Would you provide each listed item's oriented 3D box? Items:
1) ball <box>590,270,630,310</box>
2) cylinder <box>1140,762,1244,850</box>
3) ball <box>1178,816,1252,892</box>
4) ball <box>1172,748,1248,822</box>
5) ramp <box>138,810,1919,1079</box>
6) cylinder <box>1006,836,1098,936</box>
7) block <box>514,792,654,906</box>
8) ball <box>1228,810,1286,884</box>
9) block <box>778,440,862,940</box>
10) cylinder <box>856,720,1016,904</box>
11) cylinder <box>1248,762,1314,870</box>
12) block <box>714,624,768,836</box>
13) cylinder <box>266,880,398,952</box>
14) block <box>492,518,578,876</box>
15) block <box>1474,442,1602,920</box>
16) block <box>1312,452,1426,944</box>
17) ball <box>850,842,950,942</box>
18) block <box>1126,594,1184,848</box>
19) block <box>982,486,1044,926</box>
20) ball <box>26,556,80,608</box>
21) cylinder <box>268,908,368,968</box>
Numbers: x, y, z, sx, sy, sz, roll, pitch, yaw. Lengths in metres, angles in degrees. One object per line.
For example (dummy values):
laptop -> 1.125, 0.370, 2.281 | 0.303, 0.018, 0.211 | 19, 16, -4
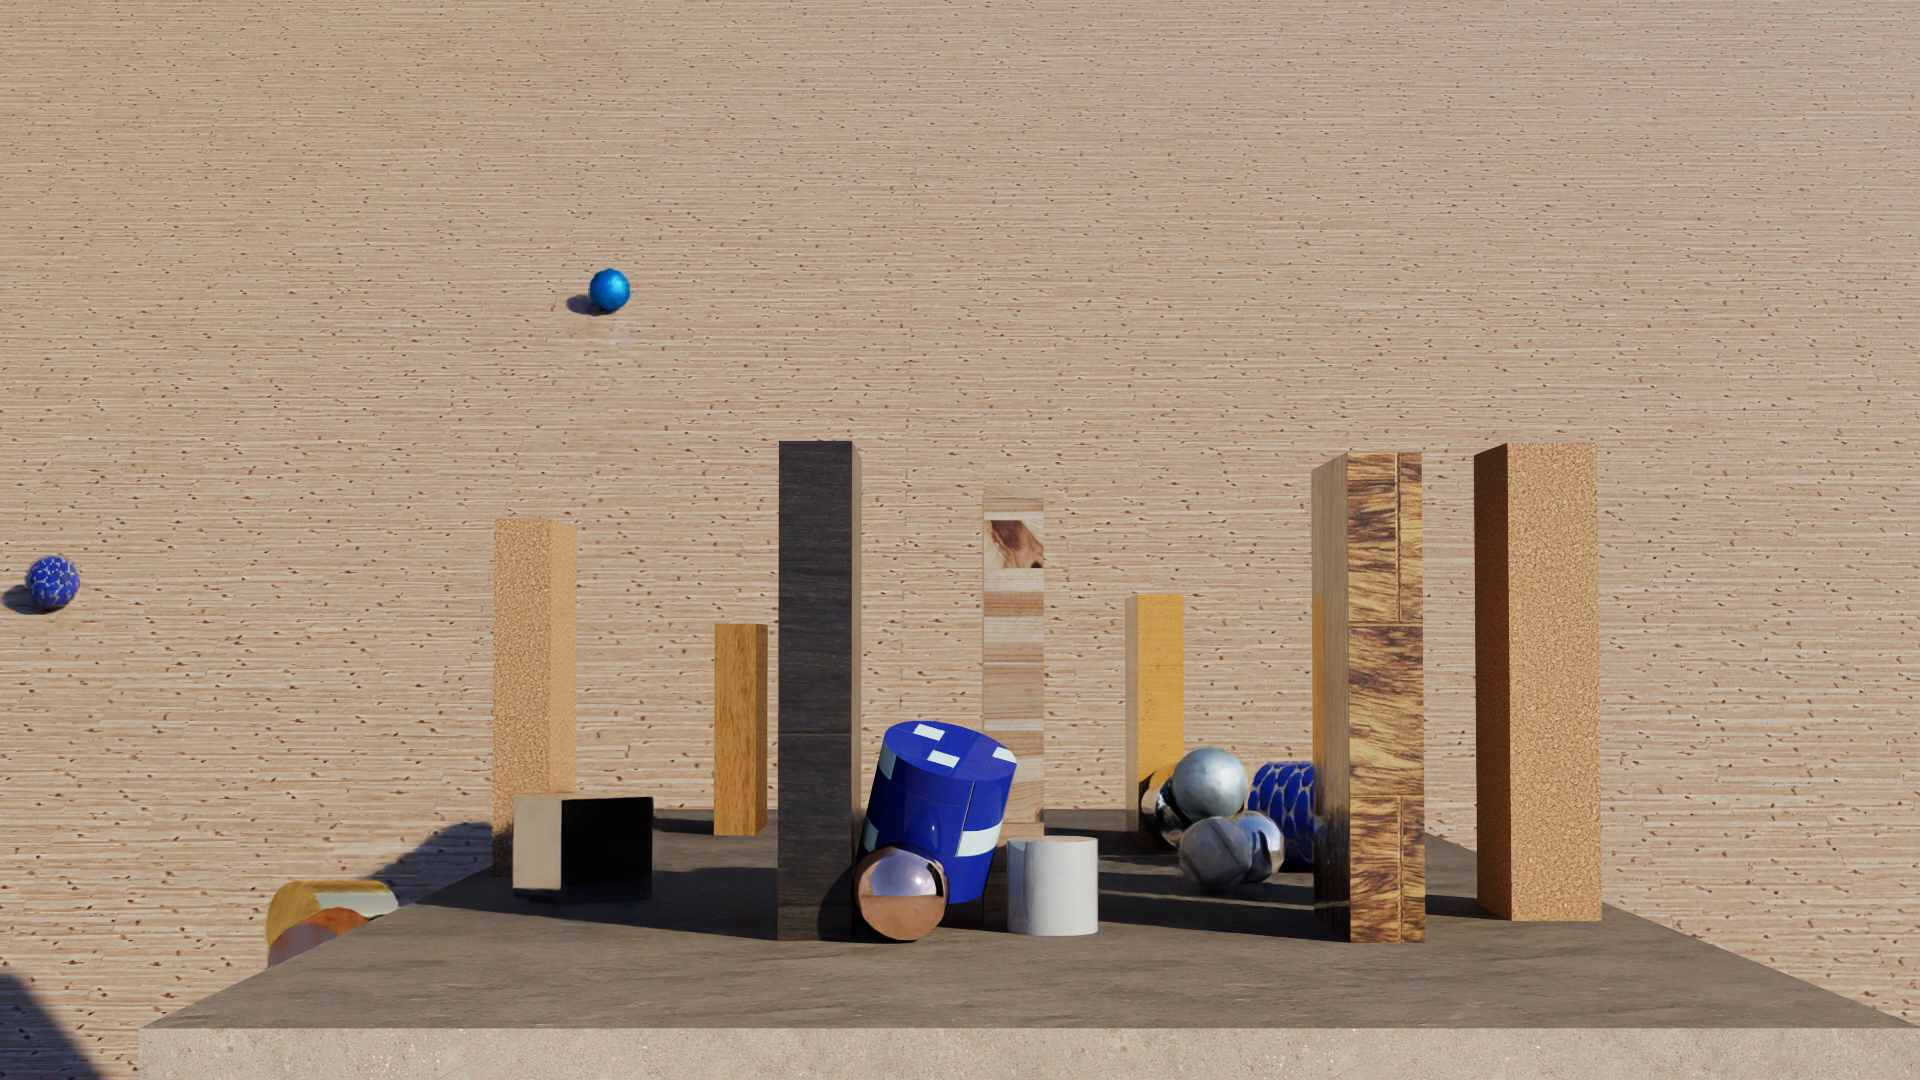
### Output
ball -> -1.219, -0.871, 9.053 | 0.144, 0.144, 0.144 | 0, 37, 0
cylinder -> 0.485, 0.560, 5.449 | 0.186, 0.186, 0.186 | -4, -2, -5
ball -> 0.448, 0.551, 4.562 | 0.130, 0.130, 0.130 | 0, 37, 0
ball -> 0.507, 0.499, 5.282 | 0.155, 0.155, 0.155 | 0, 37, 0
ramp -> 0.081, 0.681, 4.908 | 2.000, 0.100, 4.000 | 0, -2, 0
cylinder -> 0.139, 0.520, 3.924 | 0.138, 0.138, 0.138 | 0, -2, 0
block -> -0.644, 0.524, 4.439 | 0.174, 0.174, 0.174 | 2, -3, -36
ball -> 0.526, 0.557, 4.716 | 0.132, 0.132, 0.132 | 0, 37, 0
block -> -0.212, 0.227, 3.987 | 0.108, 0.730, 0.375 | 0, -2, 0
cylinder -> -0.036, 0.409, 3.923 | 0.204, 0.204, 0.204 | 12, 18, -4
cylinder -> 0.690, 0.530, 4.996 | 0.204, 0.204, 0.204 | -2, 31, 33
block -> -0.515, 0.440, 6.132 | 0.095, 0.483, 0.365 | 0, -2, 0
cylinder -> -1.278, 0.792, 5.309 | 0.193, 0.193, 0.193 | 35, 17, 37
block -> -0.821, 0.301, 5.033 | 0.107, 0.669, 0.327 | 0, -2, 0
block -> 0.933, 0.226, 4.215 | 0.141, 0.749, 0.271 | 0, -2, 0
block -> 0.618, 0.235, 3.968 | 0.108, 0.711, 0.392 | 0, -2, 0
ball -> -0.087, 0.511, 3.777 | 0.145, 0.145, 0.145 | 0, 37, 0
block -> 0.429, 0.396, 5.766 | 0.097, 0.541, 0.435 | 0, -2, 0
block -> 0.083, 0.263, 4.206 | 0.092, 0.677, 0.406 | 0, -2, 0
ball -> -2.687, 0.125, 7.705 | 0.151, 0.151, 0.151 | 0, 37, 0
cylinder -> -1.182, 0.776, 4.836 | 0.158, 0.158, 0.158 | 4, 3, 5
